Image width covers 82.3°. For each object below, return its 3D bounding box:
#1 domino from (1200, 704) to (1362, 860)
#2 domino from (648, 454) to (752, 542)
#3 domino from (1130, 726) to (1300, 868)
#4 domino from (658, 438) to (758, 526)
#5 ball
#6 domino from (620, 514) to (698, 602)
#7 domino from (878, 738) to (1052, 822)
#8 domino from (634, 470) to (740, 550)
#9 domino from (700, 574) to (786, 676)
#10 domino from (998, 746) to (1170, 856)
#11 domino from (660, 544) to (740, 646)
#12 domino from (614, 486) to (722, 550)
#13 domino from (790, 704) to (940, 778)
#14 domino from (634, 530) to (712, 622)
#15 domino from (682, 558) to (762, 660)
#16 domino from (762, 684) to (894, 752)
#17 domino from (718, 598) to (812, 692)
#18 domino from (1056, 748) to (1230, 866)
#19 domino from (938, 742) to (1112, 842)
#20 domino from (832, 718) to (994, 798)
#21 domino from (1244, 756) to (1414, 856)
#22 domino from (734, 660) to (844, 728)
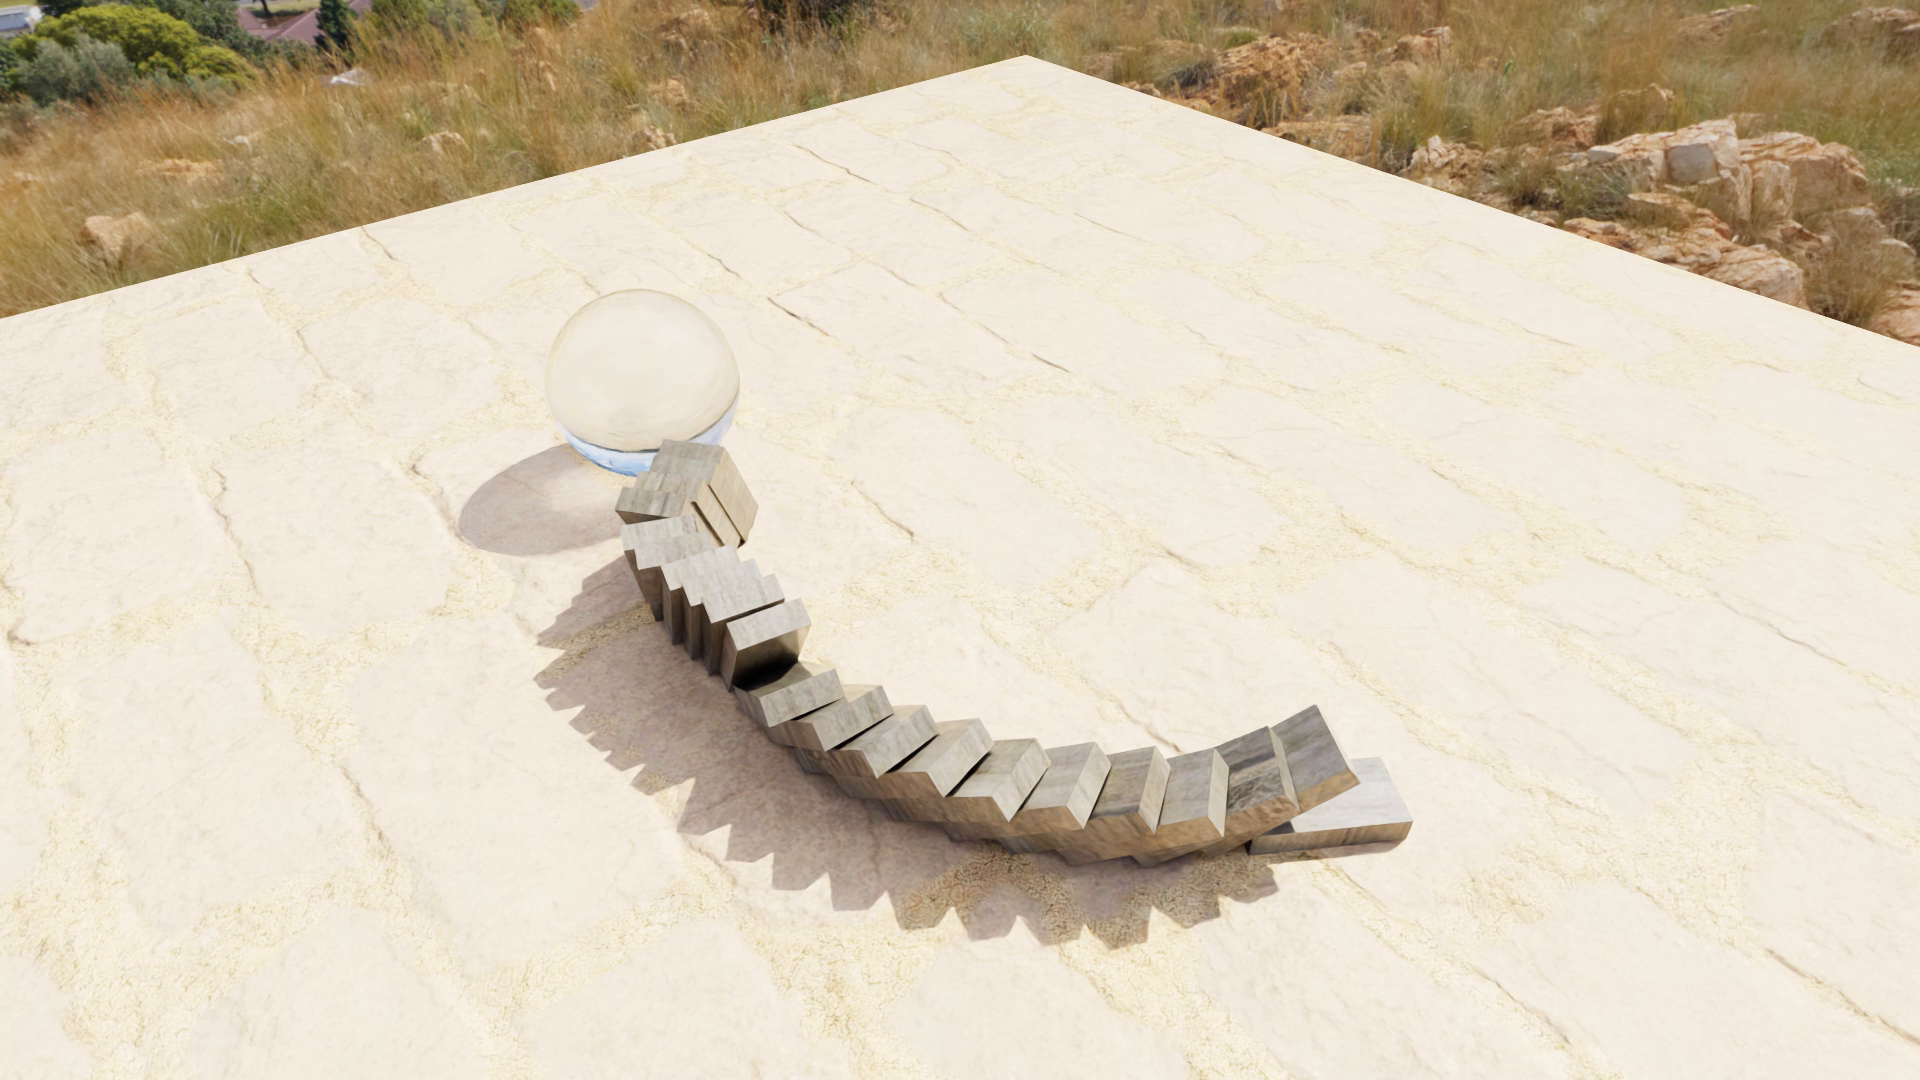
[{"bbox_3d":[0.092,0.073,0.331,0.050,0.010,0.025,-33,36,17],"label":"domino"},{"bbox_3d":[-0.101,-0.015,0.431,0.025,0.050,0.009,8,66,9],"label":"domino"},{"bbox_3d":[0.073,0.077,0.328,0.050,0.009,0.025,-29,34,23],"label":"domino"},{"bbox_3d":[-0.100,-0.022,0.439,0.025,0.050,0.009,8,66,9],"label":"domino"},{"bbox_3d":[-0.134,-0.066,0.469,0.080,0.080,0.080,0,39,0],"label":"ball"},{"bbox_3d":[-0.107,0.008,0.403,0.025,0.050,0.010,-10,67,-11],"label":"domino"},{"bbox_3d":[0.001,0.073,0.333,0.050,0.010,0.025,-14,23,45],"label":"domino"},{"bbox_3d":[-0.104,-0.009,0.423,0.025,0.050,0.010,8,66,9],"label":"domino"},{"bbox_3d":[-0.075,0.030,0.376,0.025,0.050,0.010,-19,69,-22],"label":"domino"},{"bbox_3d":[0.036,0.078,0.327,0.050,0.009,0.025,-20,27,35],"label":"domino"},{"bbox_3d":[-0.091,0.020,0.388,0.025,0.050,0.010,-19,69,-22],"label":"domino"},{"bbox_3d":[-0.108,-0.003,0.416,0.025,0.050,0.010,8,66,9],"label":"domino"},{"bbox_3d":[-0.031,0.062,0.344,0.025,0.010,0.050,-32,9,-33],"label":"domino"},{"bbox_3d":[-0.100,0.014,0.395,0.025,0.050,0.010,-11,68,-13],"label":"domino"},{"bbox_3d":[-0.083,0.025,0.382,0.025,0.050,0.009,-19,69,-22],"label":"domino"},{"bbox_3d":[-0.044,0.056,0.352,0.025,0.009,0.050,-26,6,-28],"label":"domino"},{"bbox_3d":[-0.066,0.036,0.369,0.025,0.050,0.009,-20,74,-22],"label":"domino"},{"bbox_3d":[0.054,0.079,0.325,0.050,0.010,0.025,-22,29,31],"label":"domino"},{"bbox_3d":[0.019,0.076,0.329,0.050,0.009,0.025,-18,25,39],"label":"domino"},{"bbox_3d":[-0.015,0.068,0.338,0.050,0.010,0.025,-17,18,50],"label":"domino"},{"bbox_3d":[0.111,0.083,0.343,0.050,0.009,0.025,-4,40,-5],"label":"domino"},{"bbox_3d":[-0.057,0.049,0.359,0.025,0.010,0.050,-20,4,-20],"label":"domino"}]
